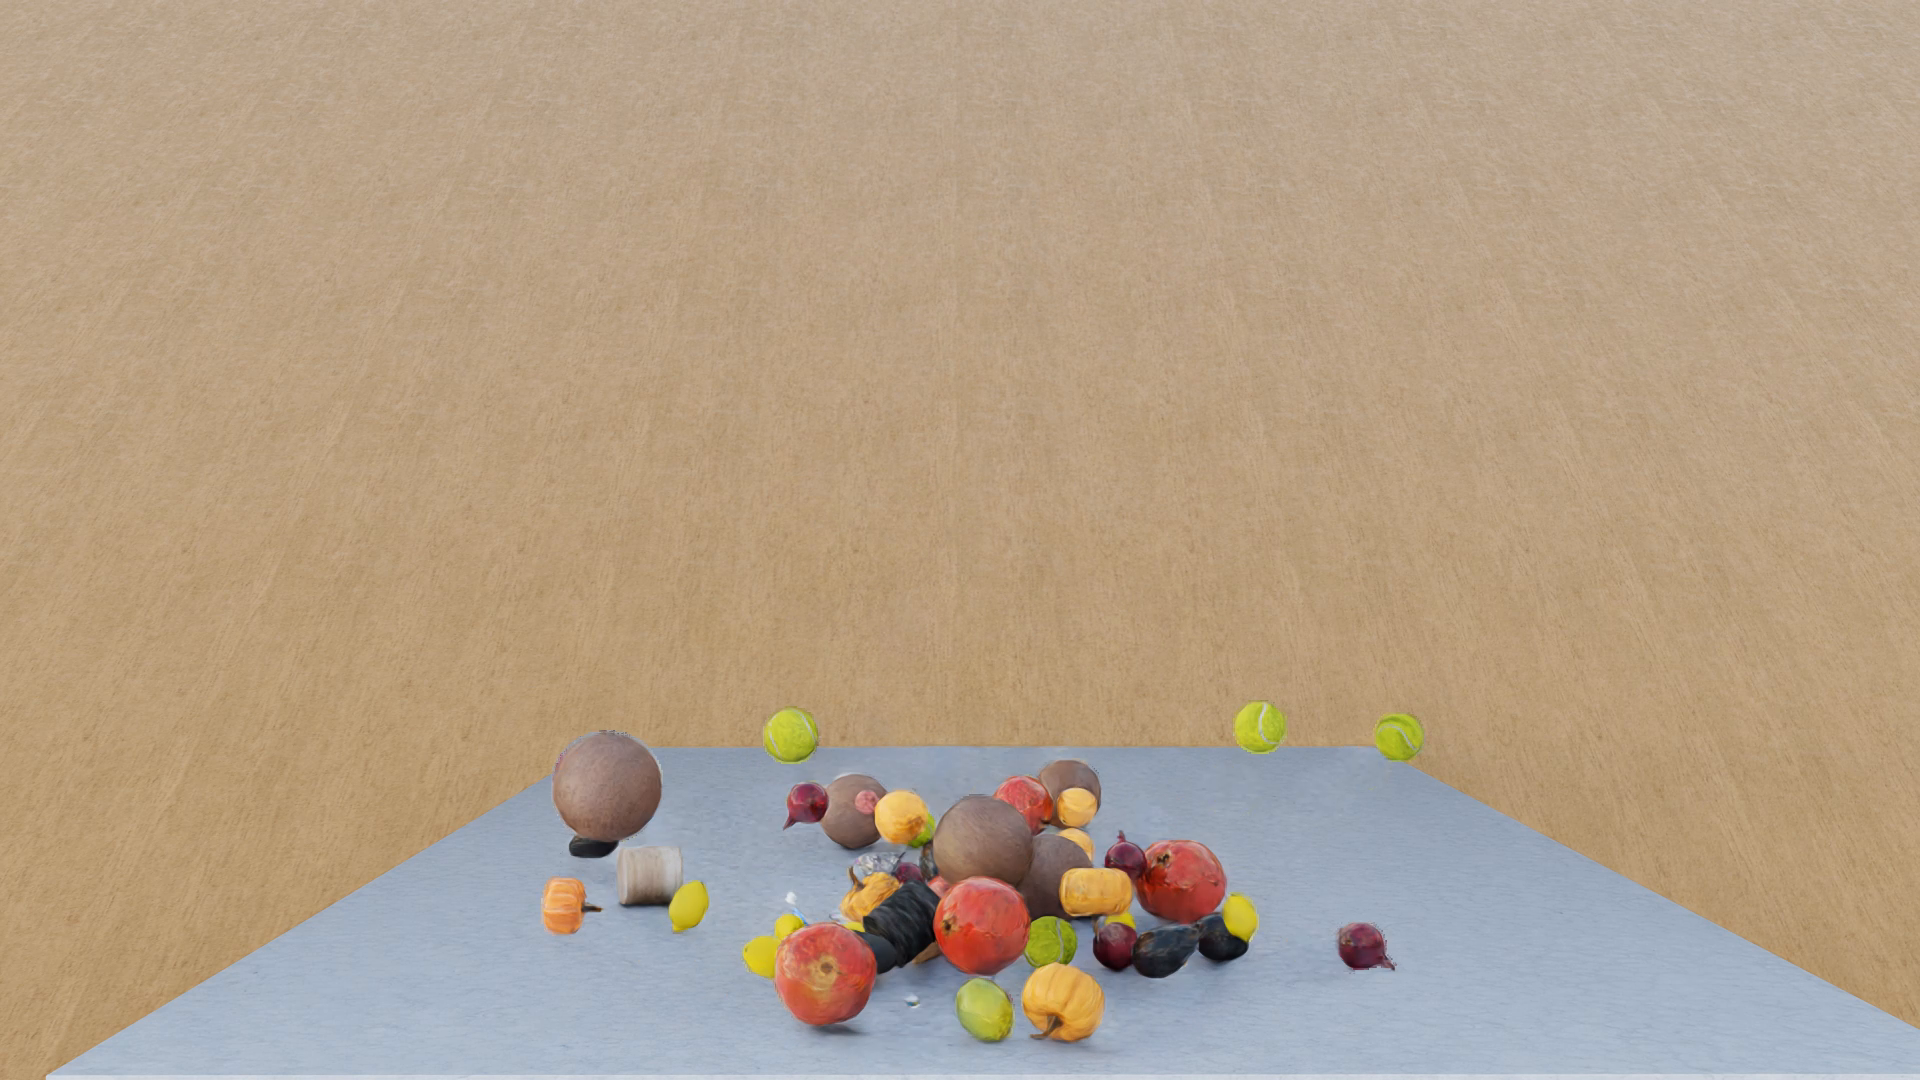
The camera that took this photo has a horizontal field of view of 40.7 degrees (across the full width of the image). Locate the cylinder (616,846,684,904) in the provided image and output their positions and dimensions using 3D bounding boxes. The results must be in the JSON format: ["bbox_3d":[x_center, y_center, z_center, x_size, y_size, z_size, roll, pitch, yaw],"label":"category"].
[{"bbox_3d":[-0.461,0.499,3.848,0.084,0.084,0.084,0,28,-18],"label":"cylinder"}]

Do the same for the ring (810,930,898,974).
[{"bbox_3d":[-0.130,0.505,3.174,0.108,0.036,0.108,10,3,-1],"label":"ring"}]

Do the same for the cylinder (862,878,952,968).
[{"bbox_3d":[-0.067,0.486,3.282,0.080,0.080,0.080,-37,44,-26],"label":"cylinder"}]

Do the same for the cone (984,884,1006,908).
[{"bbox_3d":[0.046,0.514,3.722,0.058,0.058,0.058,35,43,26],"label":"cone"}]

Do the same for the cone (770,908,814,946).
[{"bbox_3d":[-0.232,0.531,3.475,0.054,0.054,0.054,-28,38,-17],"label":"cone"}]

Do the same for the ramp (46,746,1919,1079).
[{"bbox_3d":[0.066,0.589,4.640,2.000,0.100,4.000,0,0,0],"label":"ramp"}]

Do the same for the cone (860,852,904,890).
[{"bbox_3d":[-0.101,0.466,3.745,0.061,0.061,0.061,-36,20,22],"label":"cone"}]

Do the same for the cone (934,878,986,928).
[{"bbox_3d":[0.017,0.482,3.616,0.088,0.088,0.088,34,-1,1],"label":"cone"}]

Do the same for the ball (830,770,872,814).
[{"bbox_3d":[-0.213,0.495,5.065,0.085,0.085,0.085,0,29,0],"label":"ball"}]

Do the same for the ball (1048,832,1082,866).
[{"bbox_3d":[0.173,0.513,4.283,0.055,0.055,0.055,0,29,0],"label":"ball"}]

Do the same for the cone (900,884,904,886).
[{"bbox_3d":[-0.076,0.496,3.395,0.094,0.094,0.094,0,0,0],"label":"cone"}]

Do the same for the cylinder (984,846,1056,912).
[{"bbox_3d":[0.078,0.496,3.792,0.091,0.091,0.091,0,27,-25],"label":"cylinder"}]

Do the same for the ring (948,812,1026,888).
[{"bbox_3d":[0.038,0.427,3.565,0.118,0.118,0.039,-14,35,-23],"label":"ring"}]

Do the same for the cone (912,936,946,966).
[{"bbox_3d":[-0.052,0.530,3.315,0.056,0.056,0.056,6,26,10],"label":"cone"}]
